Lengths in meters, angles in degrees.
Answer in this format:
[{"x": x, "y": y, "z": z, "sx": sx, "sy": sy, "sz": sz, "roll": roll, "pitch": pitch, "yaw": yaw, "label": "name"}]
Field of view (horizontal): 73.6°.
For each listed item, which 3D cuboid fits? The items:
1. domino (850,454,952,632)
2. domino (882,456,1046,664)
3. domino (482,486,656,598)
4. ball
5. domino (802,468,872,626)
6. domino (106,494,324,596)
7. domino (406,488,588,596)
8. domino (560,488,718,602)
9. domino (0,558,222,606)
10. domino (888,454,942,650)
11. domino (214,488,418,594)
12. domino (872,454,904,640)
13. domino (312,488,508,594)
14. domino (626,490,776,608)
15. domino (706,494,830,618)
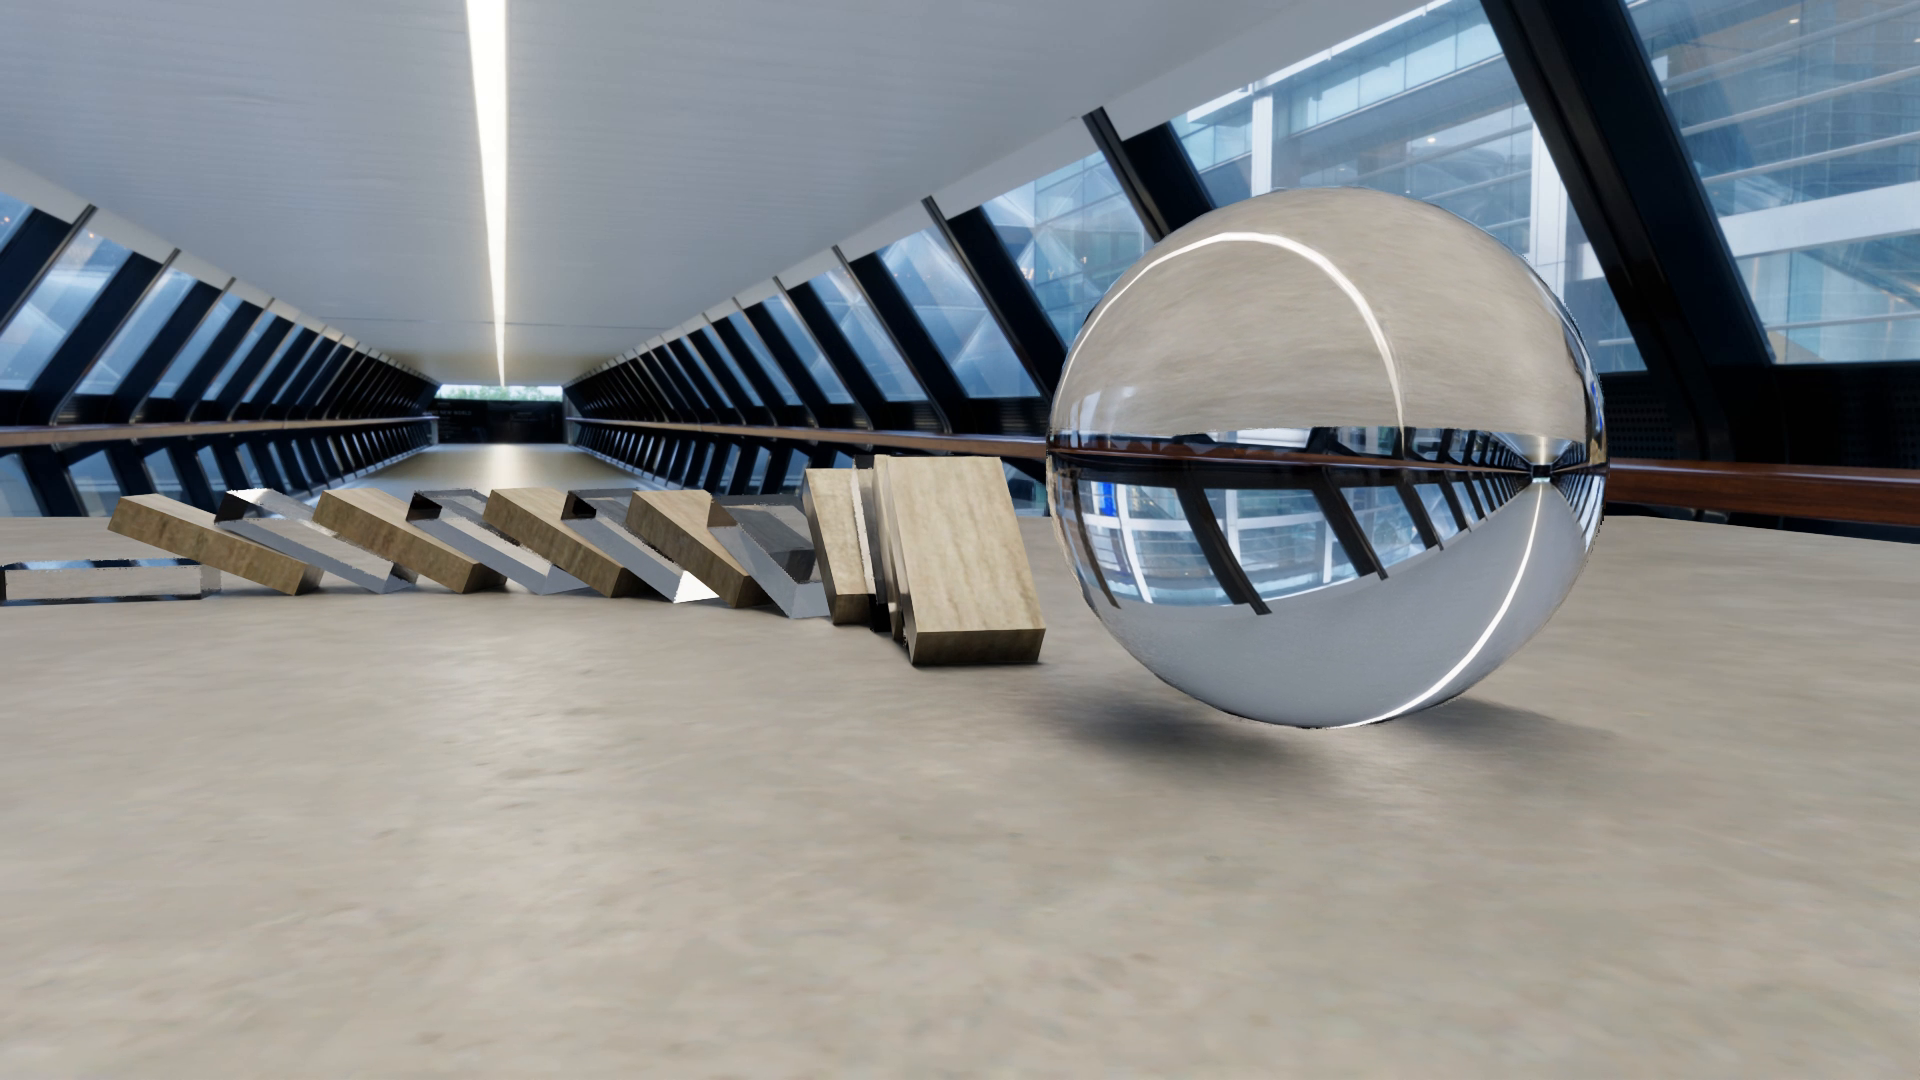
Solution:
[{"x": -0.011, "y": 0.000, "z": 0.306, "sx": 0.025, "sy": 0.009, "sz": 0.050, "roll": -1, "pitch": 45, "yaw": -13, "label": "domino"}, {"x": 0.000, "y": 0.003, "z": 0.264, "sx": 0.025, "sy": 0.009, "sz": 0.050, "roll": -1, "pitch": 45, "yaw": -12, "label": "domino"}, {"x": -0.110, "y": 0.000, "z": 0.372, "sx": 0.050, "sy": 0.009, "sz": 0.025, "roll": 28, "pitch": 14, "yaw": 19, "label": "domino"}, {"x": 0.053, "y": -0.012, "z": 0.193, "sx": 0.080, "sy": 0.080, "sz": 0.080, "roll": 0, "pitch": 4, "yaw": 0, "label": "ball"}, {"x": -0.023, "y": 0.000, "z": 0.321, "sx": 0.025, "sy": 0.010, "sz": 0.050, "roll": -1, "pitch": 39, "yaw": -17, "label": "domino"}, {"x": -0.210, "y": 0.001, "z": 0.366, "sx": 0.050, "sy": 0.009, "sz": 0.025, "roll": 22, "pitch": -1, "yaw": -13, "label": "domino"}, {"x": -0.134, "y": 0.000, "z": 0.378, "sx": 0.050, "sy": 0.009, "sz": 0.025, "roll": 26, "pitch": 11, "yaw": 15, "label": "domino"}, {"x": -0.087, "y": 0.001, "z": 0.364, "sx": 0.050, "sy": 0.009, "sz": 0.025, "roll": 31, "pitch": 19, "yaw": 28, "label": "domino"}, {"x": -0.235, "y": 0.011, "z": 0.354, "sx": 0.050, "sy": 0.010, "sz": 0.025, "roll": -1, "pitch": 5, "yaw": -19, "label": "domino"}, {"x": -0.001, "y": 0.002, "z": 0.279, "sx": 0.025, "sy": 0.009, "sz": 0.050, "roll": 1, "pitch": 45, "yaw": -10, "label": "domino"}, {"x": -0.185, "y": 0.000, "z": 0.374, "sx": 0.050, "sy": 0.009, "sz": 0.025, "roll": 24, "pitch": 3, "yaw": -4, "label": "domino"}, {"x": -0.005, "y": 0.001, "z": 0.293, "sx": 0.025, "sy": 0.010, "sz": 0.050, "roll": 0, "pitch": 45, "yaw": -11, "label": "domino"}, {"x": -0.160, "y": 0.000, "z": 0.378, "sx": 0.050, "sy": 0.009, "sz": 0.025, "roll": 25, "pitch": 7, "yaw": 6, "label": "domino"}, {"x": -0.066, "y": 0.001, "z": 0.352, "sx": 0.050, "sy": 0.009, "sz": 0.025, "roll": 33, "pitch": 22, "yaw": 33, "label": "domino"}, {"x": -0.044, "y": 0.003, "z": 0.336, "sx": 0.025, "sy": 0.010, "sz": 0.050, "roll": -3, "pitch": 29, "yaw": -37, "label": "domino"}]
